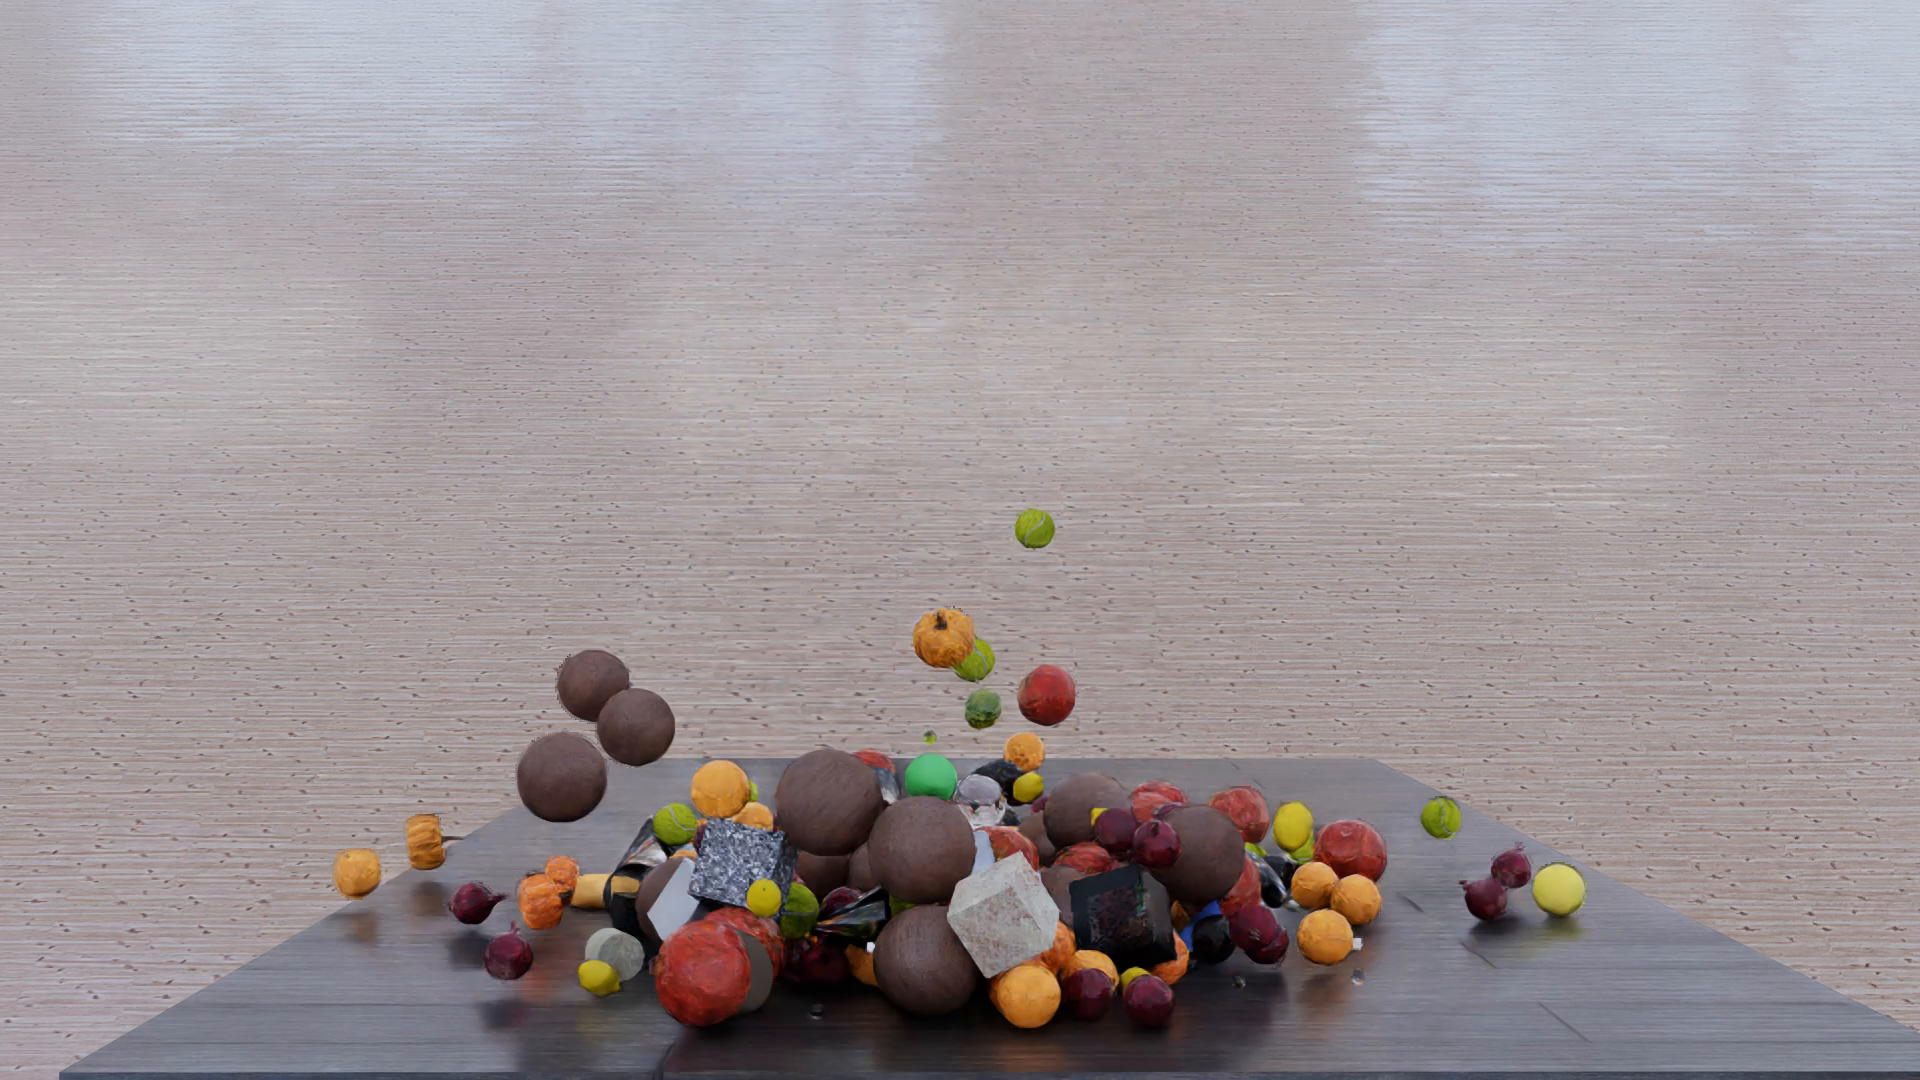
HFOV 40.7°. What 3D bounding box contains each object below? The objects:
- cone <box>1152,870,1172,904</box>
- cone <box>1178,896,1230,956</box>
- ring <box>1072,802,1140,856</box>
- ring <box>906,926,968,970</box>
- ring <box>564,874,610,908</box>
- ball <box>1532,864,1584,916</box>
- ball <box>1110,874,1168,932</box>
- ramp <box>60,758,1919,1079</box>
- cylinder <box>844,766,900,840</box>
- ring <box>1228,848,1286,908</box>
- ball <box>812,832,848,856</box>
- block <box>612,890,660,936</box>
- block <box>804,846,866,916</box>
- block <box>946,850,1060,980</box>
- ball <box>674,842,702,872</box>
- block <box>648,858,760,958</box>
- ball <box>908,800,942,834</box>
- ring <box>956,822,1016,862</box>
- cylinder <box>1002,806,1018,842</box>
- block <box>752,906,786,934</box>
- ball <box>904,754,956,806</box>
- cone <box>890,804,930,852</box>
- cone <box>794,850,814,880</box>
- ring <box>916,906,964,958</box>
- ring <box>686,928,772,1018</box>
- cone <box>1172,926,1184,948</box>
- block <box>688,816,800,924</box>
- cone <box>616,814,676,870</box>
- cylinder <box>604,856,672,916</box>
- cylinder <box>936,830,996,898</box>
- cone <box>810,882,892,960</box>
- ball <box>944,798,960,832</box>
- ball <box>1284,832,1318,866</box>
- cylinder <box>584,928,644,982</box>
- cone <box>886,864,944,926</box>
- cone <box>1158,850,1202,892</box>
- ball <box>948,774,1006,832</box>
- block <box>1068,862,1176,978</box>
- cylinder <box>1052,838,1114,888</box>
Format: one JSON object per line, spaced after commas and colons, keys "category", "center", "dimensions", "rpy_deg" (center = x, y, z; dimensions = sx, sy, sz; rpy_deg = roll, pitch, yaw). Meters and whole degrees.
{"category": "cone", "center": [0.297, 0.527, 3.939], "dimensions": [0.052, 0.052, 0.052], "rpy_deg": [1, 3, 0]}
{"category": "cone", "center": [0.333, 0.505, 3.445], "dimensions": [0.071, 0.071, 0.071], "rpy_deg": [10, 20, -4]}
{"category": "ring", "center": [0.256, 0.510, 4.547], "dimensions": [0.130, 0.043, 0.130], "rpy_deg": [-20, 27, 11]}
{"category": "ring", "center": [-0.029, 0.527, 3.341], "dimensions": [0.084, 0.028, 0.084], "rpy_deg": [10, 22, -4]}
{"category": "ring", "center": [-0.540, 0.534, 3.941], "dimensions": [0.126, 0.042, 0.126], "rpy_deg": [-1, 0, 0]}
{"category": "ball", "center": [0.881, 0.516, 3.811], "dimensions": [0.075, 0.075, 0.075], "rpy_deg": [0, 31, 0]}
{"category": "ball", "center": [0.252, 0.512, 3.646], "dimensions": [0.082, 0.082, 0.082], "rpy_deg": [0, 31, 0]}
{"category": "ramp", "center": [0.068, 0.607, 4.673], "dimensions": [2.000, 0.100, 4.000], "rpy_deg": [0, 0, 0]}
{"category": "cylinder", "center": [-0.127, 0.379, 3.734], "dimensions": [0.077, 0.077, 0.077], "rpy_deg": [2, 28, 3]}
{"category": "ring", "center": [0.447, 0.510, 3.895], "dimensions": [0.036, 0.109, 0.109], "rpy_deg": [-41, 44, -15]}
{"category": "ball", "center": [-0.221, 0.526, 4.404], "dimensions": [0.060, 0.060, 0.060], "rpy_deg": [0, 31, 0]}
{"category": "block", "center": [-0.452, 0.526, 3.639], "dimensions": [0.055, 0.055, 0.055], "rpy_deg": [0, 0, -29]}
{"category": "block", "center": [-0.174, 0.479, 3.635], "dimensions": [0.062, 0.062, 0.062], "rpy_deg": [-19, 52, 12]}
{"category": "block", "center": [0.050, 0.429, 2.961], "dimensions": [0.088, 0.088, 0.088], "rpy_deg": [-28, 14, 17]}
{"category": "ball", "center": [-0.413, 0.511, 4.057], "dimensions": [0.073, 0.073, 0.073], "rpy_deg": [0, 31, 0]}
{"category": "block", "center": [-0.325, 0.477, 3.288], "dimensions": [0.089, 0.089, 0.089], "rpy_deg": [29, 9, -32]}
{"category": "ball", "center": [-0.071, 0.522, 4.920], "dimensions": [0.072, 0.072, 0.072], "rpy_deg": [0, 31, 0]}
{"category": "ring", "center": [0.041, 0.493, 4.137], "dimensions": [0.109, 0.036, 0.109], "rpy_deg": [14, 59, -24]}
{"category": "cylinder", "center": [0.051, 0.515, 4.631], "dimensions": [0.077, 0.077, 0.077], "rpy_deg": [-3, 26, 30]}
{"category": "block", "center": [-0.296, 0.511, 3.670], "dimensions": [0.085, 0.085, 0.085], "rpy_deg": [0, 0, -12]}
{"category": "ball", "center": [-0.035, 0.289, 3.124], "dimensions": [0.063, 0.063, 0.063], "rpy_deg": [0, 31, 0]}
{"category": "cone", "center": [-0.117, 0.495, 4.598], "dimensions": [0.095, 0.095, 0.095], "rpy_deg": [18, 35, 19]}
{"category": "cone", "center": [-0.244, 0.527, 4.231], "dimensions": [0.054, 0.054, 0.054], "rpy_deg": [-3, 31, -8]}
{"category": "ring", "center": [0.001, 0.474, 3.196], "dimensions": [0.124, 0.041, 0.124], "rpy_deg": [-30, 3, 2]}
{"category": "ring", "center": [-0.267, 0.502, 2.997], "dimensions": [0.106, 0.035, 0.106], "rpy_deg": [11, 63, -21]}
{"category": "cone", "center": [0.285, 0.540, 3.509], "dimensions": [0.054, 0.054, 0.054], "rpy_deg": [29, 40, 23]}
{"category": "block", "center": [-0.261, 0.401, 3.135], "dimensions": [0.096, 0.096, 0.096], "rpy_deg": [12, 74, 13]}
{"category": "cone", "center": [-0.521, 0.514, 4.215], "dimensions": [0.098, 0.098, 0.098], "rpy_deg": [-31, 36, -4]}
{"category": "cylinder", "center": [-0.463, 0.508, 3.744], "dimensions": [0.091, 0.091, 0.091], "rpy_deg": [1, 0, 1]}
{"category": "cylinder", "center": [0.011, 0.405, 3.226], "dimensions": [0.066, 0.066, 0.066], "rpy_deg": [-10, 72, -16]}
{"category": "cone", "center": [-0.133, 0.459, 3.094], "dimensions": [0.095, 0.095, 0.095], "rpy_deg": [-4, 31, 1]}
{"category": "ball", "center": [0.016, 0.511, 4.908], "dimensions": [0.093, 0.093, 0.093], "rpy_deg": [0, 31, 0]}
{"category": "ball", "center": [0.581, 0.527, 4.412], "dimensions": [0.056, 0.056, 0.056], "rpy_deg": [0, 31, 0]}
{"category": "cylinder", "center": [-0.435, 0.521, 3.255], "dimensions": [0.060, 0.060, 0.060], "rpy_deg": [-15, 4, -23]}
{"category": "cone", "center": [-0.081, 0.493, 3.716], "dimensions": [0.084, 0.084, 0.084], "rpy_deg": [-32, 22, 15]}
{"category": "cone", "center": [0.357, 0.536, 4.068], "dimensions": [0.071, 0.071, 0.071], "rpy_deg": [-25, 40, -35]}
{"category": "ball", "center": [0.025, 0.378, 3.710], "dimensions": [0.083, 0.083, 0.083], "rpy_deg": [0, 31, 0]}
{"category": "block", "center": [0.197, 0.462, 3.140], "dimensions": [0.092, 0.092, 0.092], "rpy_deg": [-19, 55, 19]}
{"category": "cylinder", "center": [0.182, 0.477, 3.825], "dimensions": [0.075, 0.075, 0.075], "rpy_deg": [10, -3, 16]}
